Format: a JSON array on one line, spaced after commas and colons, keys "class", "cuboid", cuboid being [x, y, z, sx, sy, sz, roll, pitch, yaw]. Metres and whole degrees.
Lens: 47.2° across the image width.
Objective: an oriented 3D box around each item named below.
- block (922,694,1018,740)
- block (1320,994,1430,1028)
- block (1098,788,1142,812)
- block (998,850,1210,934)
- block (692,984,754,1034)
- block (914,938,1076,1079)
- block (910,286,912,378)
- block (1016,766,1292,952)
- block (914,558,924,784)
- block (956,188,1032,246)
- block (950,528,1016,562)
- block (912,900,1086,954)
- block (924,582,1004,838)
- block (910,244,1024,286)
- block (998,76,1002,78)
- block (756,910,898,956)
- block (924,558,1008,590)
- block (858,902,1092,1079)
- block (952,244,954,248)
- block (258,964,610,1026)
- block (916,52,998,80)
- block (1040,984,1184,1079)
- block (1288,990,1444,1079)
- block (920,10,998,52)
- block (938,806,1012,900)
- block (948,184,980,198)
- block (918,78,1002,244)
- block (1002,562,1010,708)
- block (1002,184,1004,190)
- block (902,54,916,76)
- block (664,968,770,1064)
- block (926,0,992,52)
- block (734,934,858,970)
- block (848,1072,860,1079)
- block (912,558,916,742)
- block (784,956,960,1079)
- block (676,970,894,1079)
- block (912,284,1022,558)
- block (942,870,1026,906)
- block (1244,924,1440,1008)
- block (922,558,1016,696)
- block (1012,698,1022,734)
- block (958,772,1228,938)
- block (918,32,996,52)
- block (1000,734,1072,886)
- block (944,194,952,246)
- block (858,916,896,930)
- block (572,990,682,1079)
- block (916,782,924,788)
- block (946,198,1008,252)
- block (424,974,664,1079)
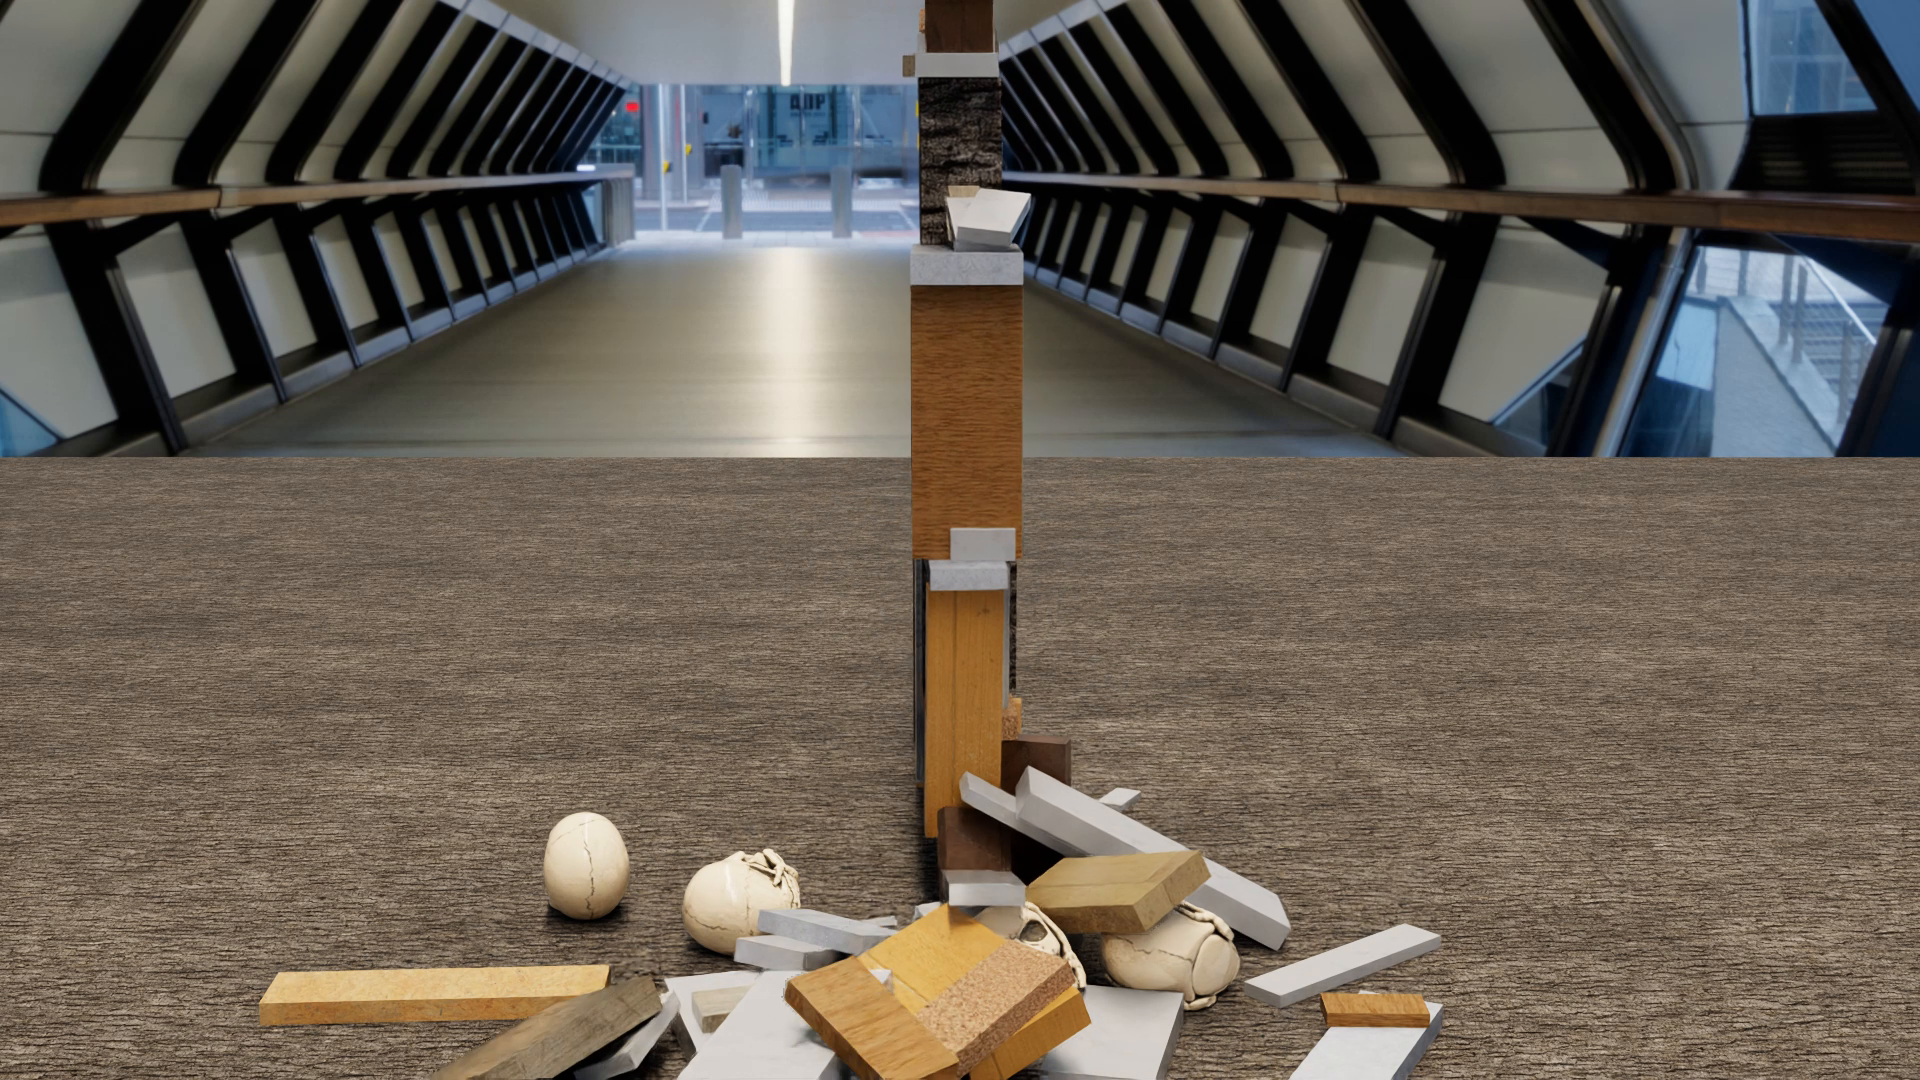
[{"class": "block", "cuboid": [0.013, 0.276, 3.671, 0.144, 0.041, 0.287, -1, 11, -3]}, {"class": "block", "cuboid": [0.579, 0.657, 3.070, 0.141, 0.020, 0.071, 0, 11, 2]}, {"class": "block", "cuboid": [0.301, 0.492, 4.159, 0.050, 0.014, 0.101, 5, 12, 26]}, {"class": "block", "cuboid": [0.208, 0.516, 3.214, 0.151, 0.043, 0.302, -31, 11, -38]}, {"class": "block", "cuboid": [-0.276, 0.643, 3.042, 0.178, 0.025, 0.089, -3, 11, -17]}, {"class": "block", "cuboid": [0.022, 0.608, 2.827, 0.239, 0.034, 0.120, -33, 25, -31]}, {"class": "block", "cuboid": [-0.008, -0.257, 3.942, 0.158, 0.427, 0.045, 0, 11, 1]}, {"class": "block", "cuboid": [0.300, 0.499, 3.461, 0.460, 0.043, 0.151, 28, 9, -5]}, {"class": "block", "cuboid": [-0.001, 0.169, 3.870, 0.155, 0.520, 0.044, -1, 10, -3]}, {"class": "block", "cuboid": [0.053, -0.495, 3.367, 0.081, 0.023, 0.163, 8, 31, 10]}, {"class": "block", "cuboid": [0.035, 0.007, 3.394, 0.101, 0.050, 0.014, 0, 11, -1]}, {"class": "block", "cuboid": [0.060, 0.584, 3.326, 0.234, 0.033, 0.117, -5, 34, -27]}, {"class": "block", "cuboid": [0.005, 0.268, 3.456, 0.118, 0.418, 0.033, -1, 17, -6]}, {"class": "block", "cuboid": [0.009, -0.437, 3.468, 0.170, 0.048, 0.339, 0, 10, -1]}, {"class": "block", "cuboid": [0.006, -0.831, 4.028, 0.128, 0.036, 0.257, 0, 11, 3]}, {"class": "block", "cuboid": [-0.188, 0.587, 3.292, 0.219, 0.031, 0.109, 5, -4, 41]}, {"class": "block", "cuboid": [0.007, 0.038, 3.456, 0.118, 0.033, 0.236, -1, 11, -3]}, {"class": "block", "cuboid": [0.004, 0.610, 2.956, 0.179, 0.051, 0.358, -29, 23, -21]}, {"class": "block", "cuboid": [0.011, -0.498, 3.484, 0.051, 0.014, 0.102, -1, 43, -5]}, {"class": "block", "cuboid": [-0.758, 0.661, 3.197, 0.484, 0.033, 0.117, -1, 11, -4]}, {"class": "block", "cuboid": [-0.005, -0.778, 3.622, 0.132, 0.037, 0.264, 0, 10, 0]}, {"class": "block", "cuboid": [0.212, 0.691, 3.010, 0.151, 0.043, 0.302, 2, 11, 13]}, {"class": "block", "cuboid": [0.555, 0.698, 2.994, 0.120, 0.034, 0.343, 5, 12, 26]}, {"class": "block", "cuboid": [0.000, -0.916, 4.004, 0.129, 0.036, 0.257, 1, 0, 3]}, {"class": "block", "cuboid": [0.024, 0.527, 3.413, 0.109, 0.219, 0.031, 8, -25, -21]}, {"class": "block", "cuboid": [0.010, -0.530, 3.497, 0.051, 0.014, 0.102, -1, 43, -5]}, {"class": "block", "cuboid": [0.001, -0.615, 3.572, 0.132, 0.264, 0.037, -1, 5, -5]}, {"class": "block", "cuboid": [0.020, 0.156, 3.559, 0.118, 0.236, 0.033, -1, 15, -4]}, {"class": "block", "cuboid": [0.010, -0.597, 4.451, 0.128, 0.257, 0.036, 1, 20, -13]}, {"class": "block", "cuboid": [-0.020, -0.850, 3.932, 0.129, 0.036, 0.257, 1, 13, 7]}, {"class": "block", "cuboid": [-0.292, 0.683, 3.034, 0.175, 0.049, 0.349, -3, 11, -17]}, {"class": "block", "cuboid": [-0.001, -0.876, 3.464, 0.106, 0.212, 0.030, 0, 28, 1]}, {"class": "block", "cuboid": [-0.221, 0.615, 3.279, 0.117, 0.033, 0.234, 6, -3, 29]}, {"class": "block", "cuboid": [-0.093, 0.701, 2.663, 0.175, 0.049, 0.349, -14, 13, -36]}, {"class": "block", "cuboid": [0.005, 0.185, 3.989, 0.179, 0.358, 0.051, 0, 11, 0]}, {"class": "block", "cuboid": [-0.110, 0.604, 2.714, 0.106, 0.030, 0.212, -12, 38, -41]}, {"class": "block", "cuboid": [-0.219, 0.641, 2.781, 0.179, 0.051, 0.364, -3, 11, 15]}, {"class": "block", "cuboid": [0.011, -0.184, 3.397, 0.170, 0.424, 0.048, 0, 9, -1]}, {"class": "block", "cuboid": [0.031, 0.507, 3.211, 0.106, 0.030, 0.327, 1, -5, -2]}, {"class": "block", "cuboid": [0.583, 0.643, 3.331, 0.374, 0.020, 0.071, -9, 14, -40]}, {"class": "block", "cuboid": [0.015, 0.101, 3.653, 0.155, 0.310, 0.044, -1, 10, -3]}, {"class": "block", "cuboid": [0.034, 0.418, 3.806, 0.144, 0.287, 0.041, 0, 9, 1]}, {"class": "block", "cuboid": [0.209, 0.495, 3.456, 0.473, 0.023, 0.081, 29, 10, -11]}, {"class": "block", "cuboid": [-0.007, -0.850, 3.770, 0.129, 0.036, 0.257, 0, 13, 0]}, {"class": "block", "cuboid": [0.105, 0.460, 3.580, 0.144, 0.287, 0.041, 3, 11, 16]}, {"class": "block", "cuboid": [0.003, -0.512, 3.523, 0.051, 0.014, 0.102, -1, 54, -5]}, {"class": "block", "cuboid": [-0.154, 0.610, 3.438, 0.101, 0.014, 0.050, -4, -31, -20]}, {"class": "block", "cuboid": [-0.451, 0.677, 2.992, 0.089, 0.025, 0.178, -22, 9, 18]}, {"class": "block", "cuboid": [0.005, 0.221, 4.239, 0.179, 0.518, 0.051, 0, 10, 0]}, {"class": "block", "cuboid": [0.026, -0.488, 3.400, 0.081, 0.023, 0.163, -1, 30, -5]}, {"class": "block", "cuboid": [-0.566, 0.674, 2.885, 0.179, 0.051, 0.358, -22, -1, 28]}]
